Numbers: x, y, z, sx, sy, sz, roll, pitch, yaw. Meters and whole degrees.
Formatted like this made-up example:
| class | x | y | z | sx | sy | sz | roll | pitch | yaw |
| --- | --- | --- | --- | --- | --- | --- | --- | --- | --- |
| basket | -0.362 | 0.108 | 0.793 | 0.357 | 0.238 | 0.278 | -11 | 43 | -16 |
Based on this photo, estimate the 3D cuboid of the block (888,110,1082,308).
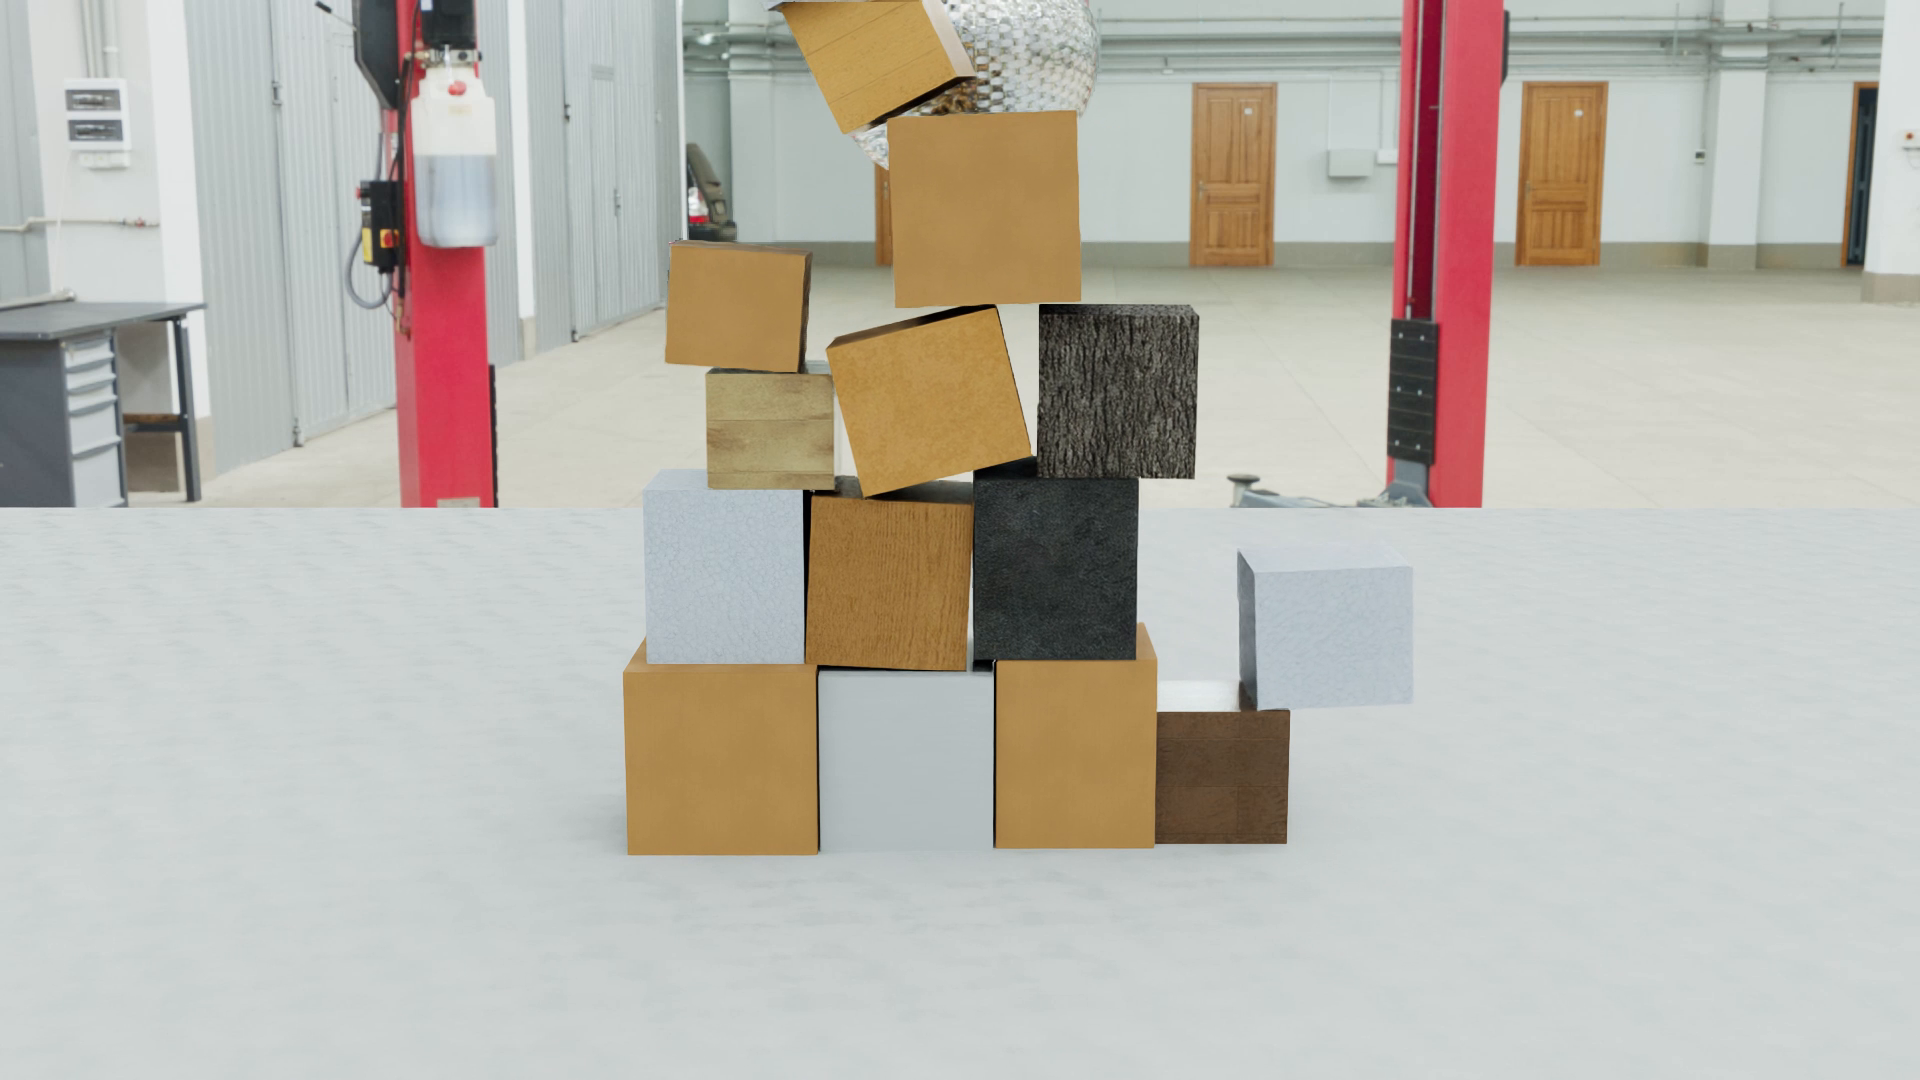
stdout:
| class | x | y | z | sx | sy | sz | roll | pitch | yaw |
| --- | --- | --- | --- | --- | --- | --- | --- | --- | --- |
| block | 0.136 | -1.647 | 10.894 | 0.897 | 0.901 | 0.850 | -2 | 10 | 3 |

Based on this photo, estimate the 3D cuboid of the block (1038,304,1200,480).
| class | x | y | z | sx | sy | sz | roll | pitch | yaw |
| --- | --- | --- | --- | --- | --- | --- | --- | --- | --- |
| block | 0.779 | -0.755 | 11.018 | 0.772 | 0.797 | 0.667 | 1 | 11 | 2 |

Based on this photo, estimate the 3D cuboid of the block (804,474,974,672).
| class | x | y | z | sx | sy | sz | roll | pitch | yaw |
| --- | --- | --- | --- | --- | --- | --- | --- | --- | --- |
| block | -0.350 | 0.156 | 11.228 | 0.799 | 0.843 | 0.751 | 3 | 10 | -1 |

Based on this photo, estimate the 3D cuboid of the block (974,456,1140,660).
| class | x | y | z | sx | sy | sz | roll | pitch | yaw |
| --- | --- | --- | --- | --- | --- | --- | --- | --- | --- |
| block | 0.471 | 0.075 | 11.182 | 0.799 | 0.893 | 0.845 | 0 | 10 | 0 |

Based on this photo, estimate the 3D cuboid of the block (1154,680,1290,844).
| class | x | y | z | sx | sy | sz | roll | pitch | yaw |
| --- | --- | --- | --- | --- | --- | --- | --- | --- | --- |
| block | 1.317 | 1.138 | 11.375 | 0.670 | 0.691 | 0.652 | 0 | 10 | 0 |

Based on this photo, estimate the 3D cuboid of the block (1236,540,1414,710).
| class | x | y | z | sx | sy | sz | roll | pitch | yaw |
| --- | --- | --- | --- | --- | --- | --- | --- | --- | --- |
| block | 1.861 | 0.429 | 11.276 | 0.779 | 0.704 | 0.697 | -3 | 10 | 0 |

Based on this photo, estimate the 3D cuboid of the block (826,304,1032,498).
| class | x | y | z | sx | sy | sz | roll | pitch | yaw |
| --- | --- | --- | --- | --- | --- | --- | --- | --- | --- |
| block | -0.145 | -0.729 | 11.038 | 0.847 | 0.744 | 0.772 | -14 | 9 | 3 |

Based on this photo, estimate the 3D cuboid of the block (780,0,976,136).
| class | x | y | z | sx | sy | sz | roll | pitch | yaw |
| --- | --- | --- | --- | --- | --- | --- | --- | --- | --- |
| block | -0.386 | -2.436 | 10.764 | 0.622 | 0.667 | 0.636 | -25 | 7 | 13 |

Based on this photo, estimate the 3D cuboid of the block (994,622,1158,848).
| class | x | y | z | sx | sy | sz | roll | pitch | yaw |
| --- | --- | --- | --- | --- | --- | --- | --- | --- | --- |
| block | 0.579 | 0.992 | 11.367 | 0.796 | 0.977 | 0.845 | 0 | 10 | 0 |

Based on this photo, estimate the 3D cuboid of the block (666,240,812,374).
| class | x | y | z | sx | sy | sz | roll | pitch | yaw |
| --- | --- | --- | --- | --- | --- | --- | --- | --- | --- |
| block | -1.095 | -1.174 | 10.983 | 0.647 | 0.571 | 0.613 | 4 | 10 | -1 |

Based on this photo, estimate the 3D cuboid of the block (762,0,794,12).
| class | x | y | z | sx | sy | sz | roll | pitch | yaw |
| --- | --- | --- | --- | --- | --- | --- | --- | --- | --- |
| block | -0.696 | -3.039 | 10.642 | 0.704 | 0.697 | 0.794 | -25 | 7 | 14 |

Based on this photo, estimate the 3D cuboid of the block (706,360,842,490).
| class | x | y | z | sx | sy | sz | roll | pitch | yaw |
| --- | --- | --- | --- | --- | --- | --- | --- | --- | --- |
| block | -0.927 | -0.589 | 11.090 | 0.623 | 0.570 | 0.680 | 0 | 10 | 0 |

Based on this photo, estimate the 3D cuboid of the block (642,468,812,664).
| class | x | y | z | sx | sy | sz | roll | pitch | yaw |
| --- | --- | --- | --- | --- | --- | --- | --- | --- | --- |
| block | -1.166 | 0.122 | 11.219 | 0.786 | 0.876 | 0.703 | 0 | 10 | 0 |

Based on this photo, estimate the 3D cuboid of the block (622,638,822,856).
| class | x | y | z | sx | sy | sz | roll | pitch | yaw |
| --- | --- | --- | --- | --- | --- | --- | --- | --- | --- |
| block | -1.181 | 1.014 | 11.374 | 0.943 | 0.935 | 1.053 | 0 | 10 | 0 |

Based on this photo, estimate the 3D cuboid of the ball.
| class | x | y | z | sx | sy | sz | roll | pitch | yaw |
| --- | --- | --- | --- | --- | --- | --- | --- | --- | --- |
| ball | 0.000 | -2.828 | 12.775 | 1.600 | 1.600 | 1.600 | 0 | 10 | 0 |

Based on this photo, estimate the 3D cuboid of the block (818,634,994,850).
| class | x | y | z | sx | sy | sz | roll | pitch | yaw |
| --- | --- | --- | --- | --- | --- | --- | --- | --- | --- |
| block | -0.267 | 1.032 | 11.386 | 0.864 | 0.896 | 0.926 | 0 | 10 | 0 |
